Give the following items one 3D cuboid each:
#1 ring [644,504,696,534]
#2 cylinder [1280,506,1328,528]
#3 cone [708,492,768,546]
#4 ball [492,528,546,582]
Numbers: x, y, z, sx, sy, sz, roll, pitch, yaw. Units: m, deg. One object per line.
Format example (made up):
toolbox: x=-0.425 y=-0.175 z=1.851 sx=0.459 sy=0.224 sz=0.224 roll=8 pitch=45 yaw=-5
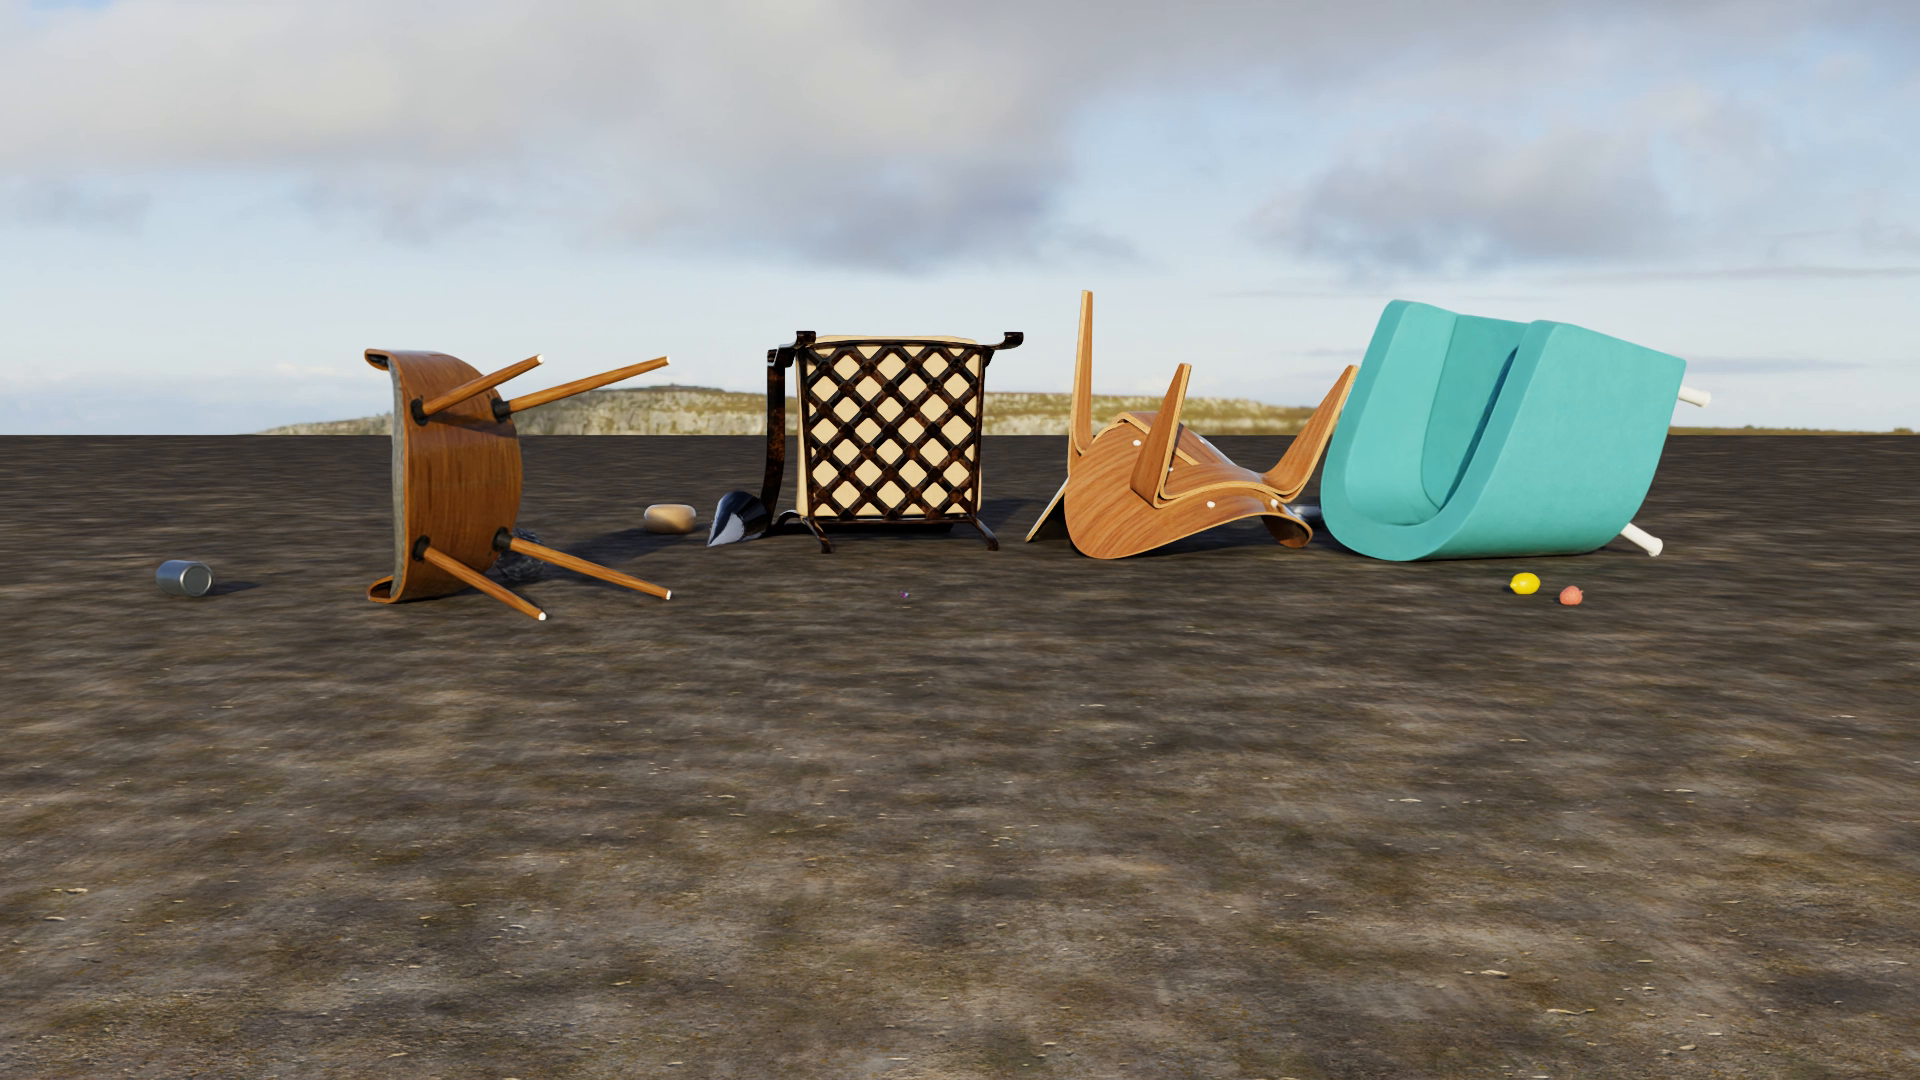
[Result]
ring: x=-0.904 y=-0.064 z=6.863 sx=0.151 sy=0.086 sz=0.260 roll=3 pitch=3 yaw=11
cylinder: x=1.111 y=-0.075 z=7.109 sx=0.122 sy=0.067 sz=0.122 roll=-1 pitch=-13 yaw=-12
cone: x=-0.683 y=-0.027 z=6.393 sx=0.162 sy=0.148 sz=0.299 roll=33 pitch=23 yaw=3
ball: x=-1.027 y=0.036 z=5.129 sx=0.123 sy=0.123 sz=0.123 roll=0 pitch=4 yaw=0
